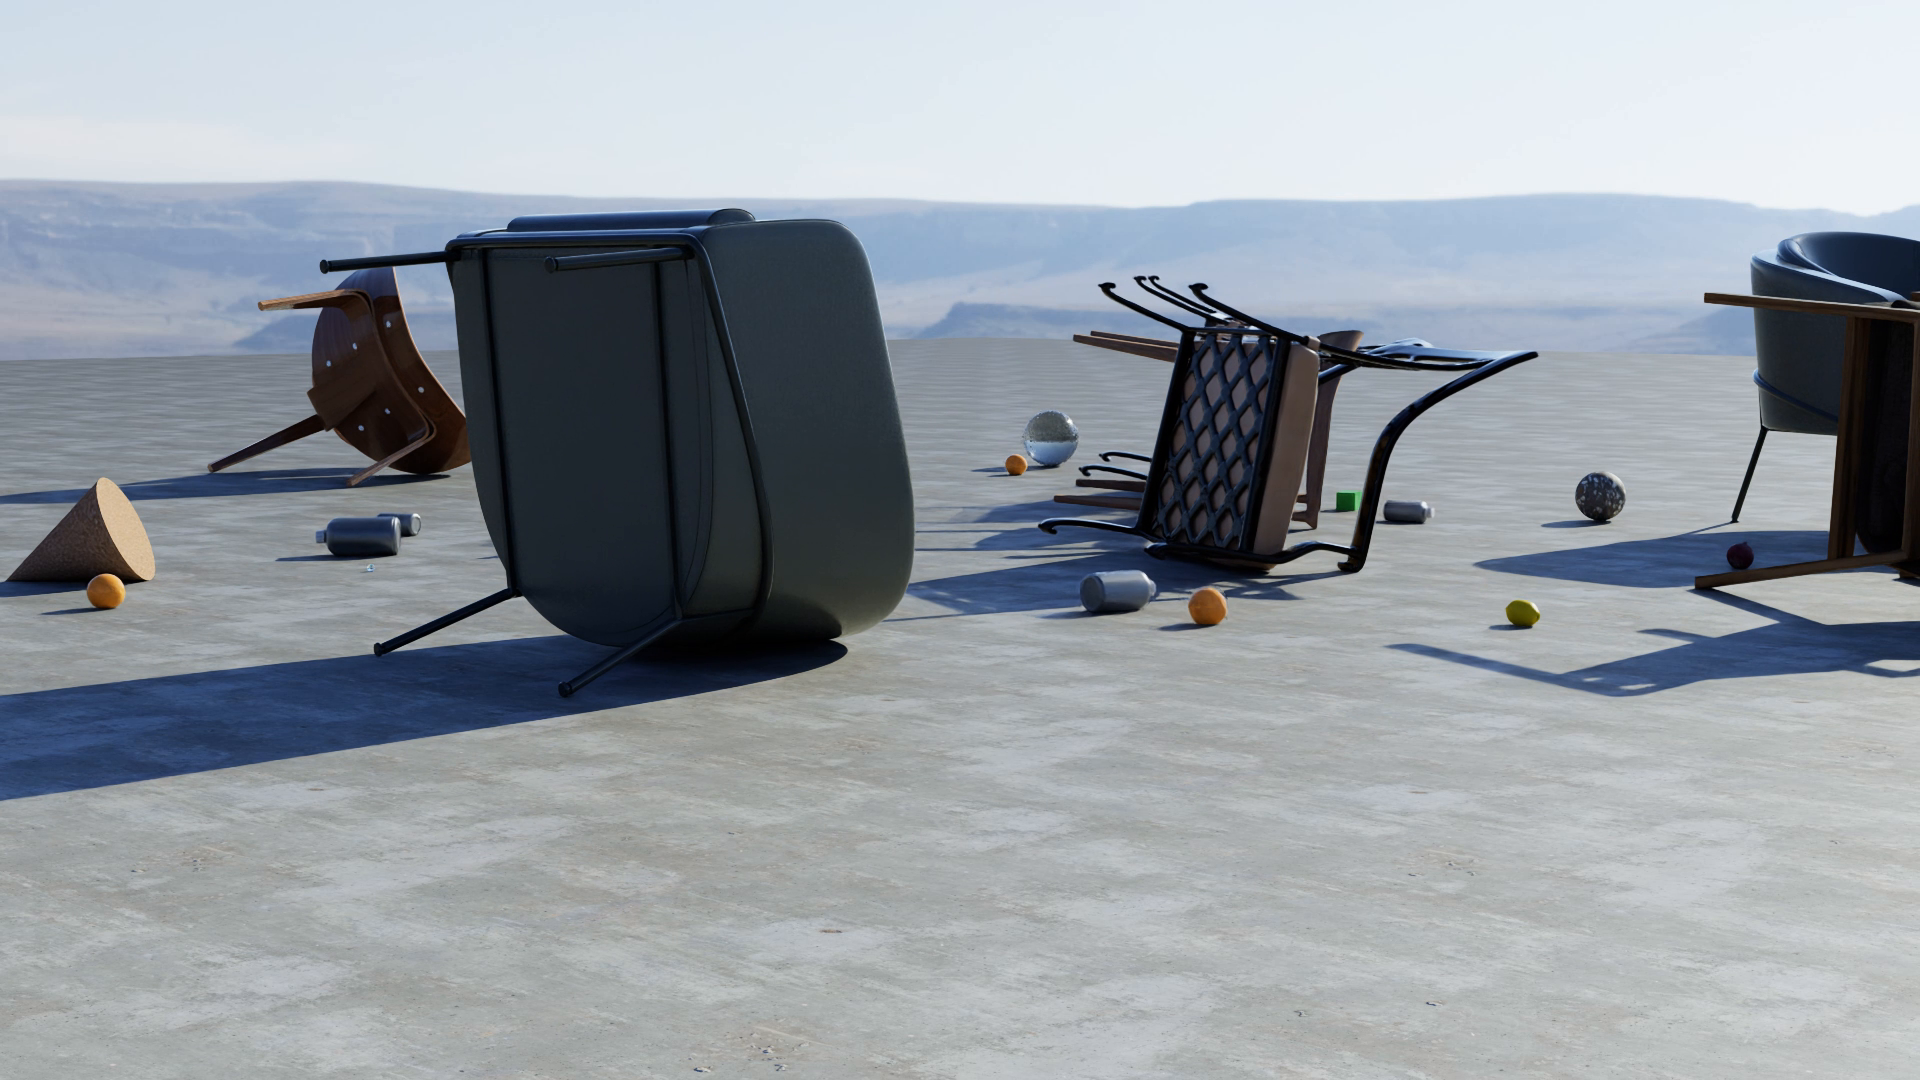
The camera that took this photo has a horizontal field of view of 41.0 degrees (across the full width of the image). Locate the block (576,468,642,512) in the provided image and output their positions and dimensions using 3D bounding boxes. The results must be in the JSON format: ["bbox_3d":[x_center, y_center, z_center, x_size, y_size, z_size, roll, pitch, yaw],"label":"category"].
[{"bbox_3d":[-0.985,-0.138,7.191,0.137,0.115,0.148,-4,7,-32],"label":"block"}]

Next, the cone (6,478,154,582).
[{"bbox_3d":[-1.936,0.032,5.554,0.283,0.242,0.273,-24,0,-2],"label":"cone"}]

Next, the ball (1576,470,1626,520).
[{"bbox_3d":[1.726,-0.119,6.911,0.134,0.134,0.134,0,6,0],"label":"ball"}]

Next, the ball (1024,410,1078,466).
[{"bbox_3d":[0.315,-0.353,8.896,0.193,0.193,0.193,0,6,0],"label":"ball"}]

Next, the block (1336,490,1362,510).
[{"bbox_3d":[1.100,-0.112,7.249,0.054,0.050,0.076,3,6,24],"label":"block"}]

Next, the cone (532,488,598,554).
[{"bbox_3d":[-0.949,-0.050,6.160,0.159,0.151,0.147,-4,7,-31],"label":"cone"}]

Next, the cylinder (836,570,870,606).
[{"bbox_3d":[-0.217,0.095,5.175,0.069,0.064,0.064,-4,7,-34],"label":"cylinder"}]

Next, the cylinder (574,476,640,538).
[{"bbox_3d":[-0.897,-0.084,6.507,0.148,0.128,0.180,-1,41,-14],"label":"cylinder"}]
